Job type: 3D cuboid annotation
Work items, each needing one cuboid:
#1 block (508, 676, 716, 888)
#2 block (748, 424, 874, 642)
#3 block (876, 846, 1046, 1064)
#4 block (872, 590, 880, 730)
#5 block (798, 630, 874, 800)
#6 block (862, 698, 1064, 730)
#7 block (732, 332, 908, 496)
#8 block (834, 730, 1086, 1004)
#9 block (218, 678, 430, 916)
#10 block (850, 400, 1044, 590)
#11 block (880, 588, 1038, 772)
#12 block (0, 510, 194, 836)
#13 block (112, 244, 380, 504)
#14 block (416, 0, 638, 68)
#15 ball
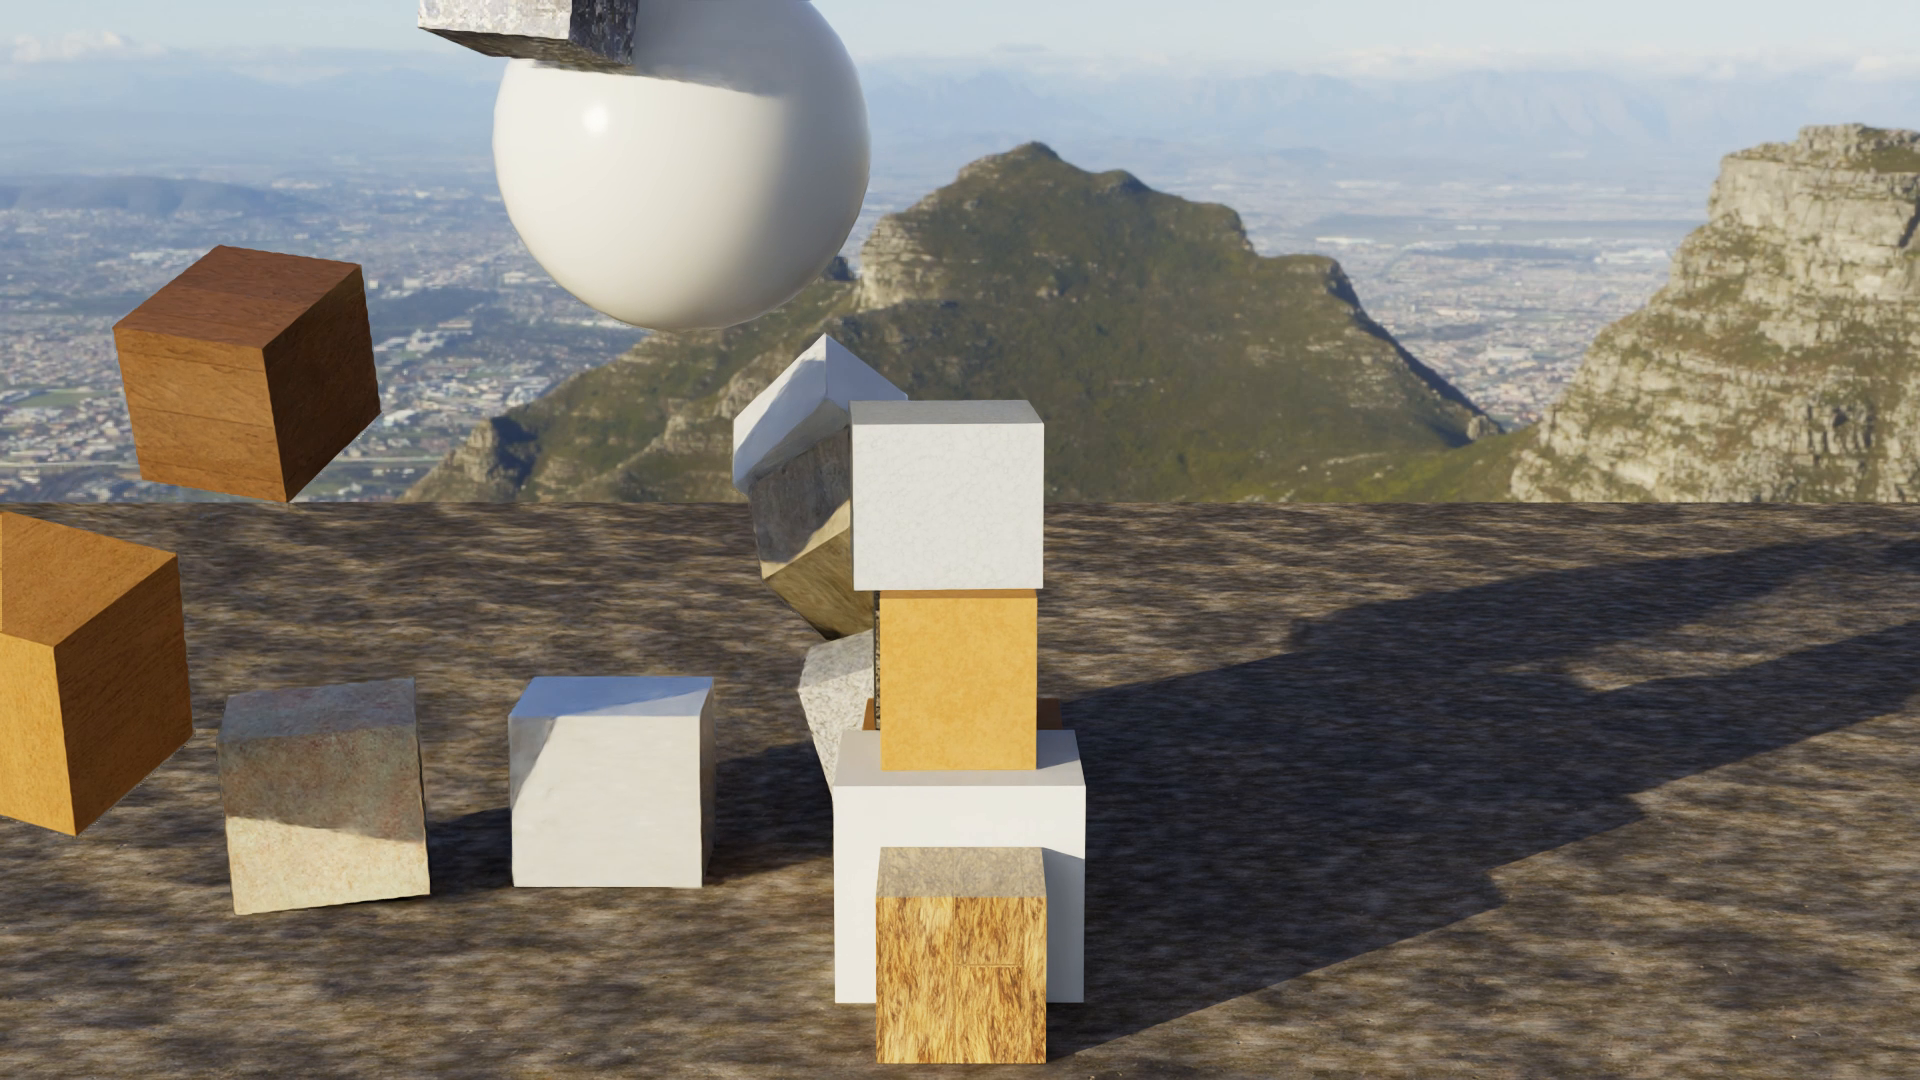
[{"bbox_3d":[-1.541,1.073,11.497,0.823,0.772,0.729,0,10,0],"label":"block"},{"bbox_3d":[-0.482,0.019,12.515,0.694,0.812,0.672,-31,41,15],"label":"block"},{"bbox_3d":[0.004,1.521,9.464,0.608,0.622,0.604,0,10,0],"label":"block"},{"bbox_3d":[-0.050,0.515,10.760,0.616,0.576,0.578,-1,10,-3],"label":"block"},{"bbox_3d":[-0.189,0.870,11.814,0.847,0.855,0.838,-16,10,3],"label":"block"},{"bbox_3d":[0.012,1.159,11.008,0.847,0.780,0.845,0,10,0],"label":"block"},{"bbox_3d":[-0.697,-0.504,12.913,0.568,0.700,0.592,36,26,-26],"label":"block"},{"bbox_3d":[-0.005,1.274,10.160,0.950,0.857,0.844,0,10,0],"label":"block"},{"bbox_3d":[-2.760,1.102,11.199,0.809,0.760,0.775,-5,13,-11],"label":"block"},{"bbox_3d":[-0.065,-0.191,10.240,0.733,0.645,0.730,-1,10,-3],"label":"block"},{"bbox_3d":[-0.011,0.503,10.116,0.598,0.677,0.592,0,10,-1],"label":"block"},{"bbox_3d":[-3.633,0.512,10.124,0.807,0.856,0.782,13,30,15],"label":"block"},{"bbox_3d":[-2.908,-0.693,10.538,0.665,0.697,0.797,9,33,14],"label":"block"},{"bbox_3d":[-1.631,-2.194,9.849,0.623,0.610,0.586,8,2,16],"label":"block"},{"bbox_3d":[-1.171,-1.681,10.875,1.600,1.600,1.600,0,10,0],"label":"ball"}]
